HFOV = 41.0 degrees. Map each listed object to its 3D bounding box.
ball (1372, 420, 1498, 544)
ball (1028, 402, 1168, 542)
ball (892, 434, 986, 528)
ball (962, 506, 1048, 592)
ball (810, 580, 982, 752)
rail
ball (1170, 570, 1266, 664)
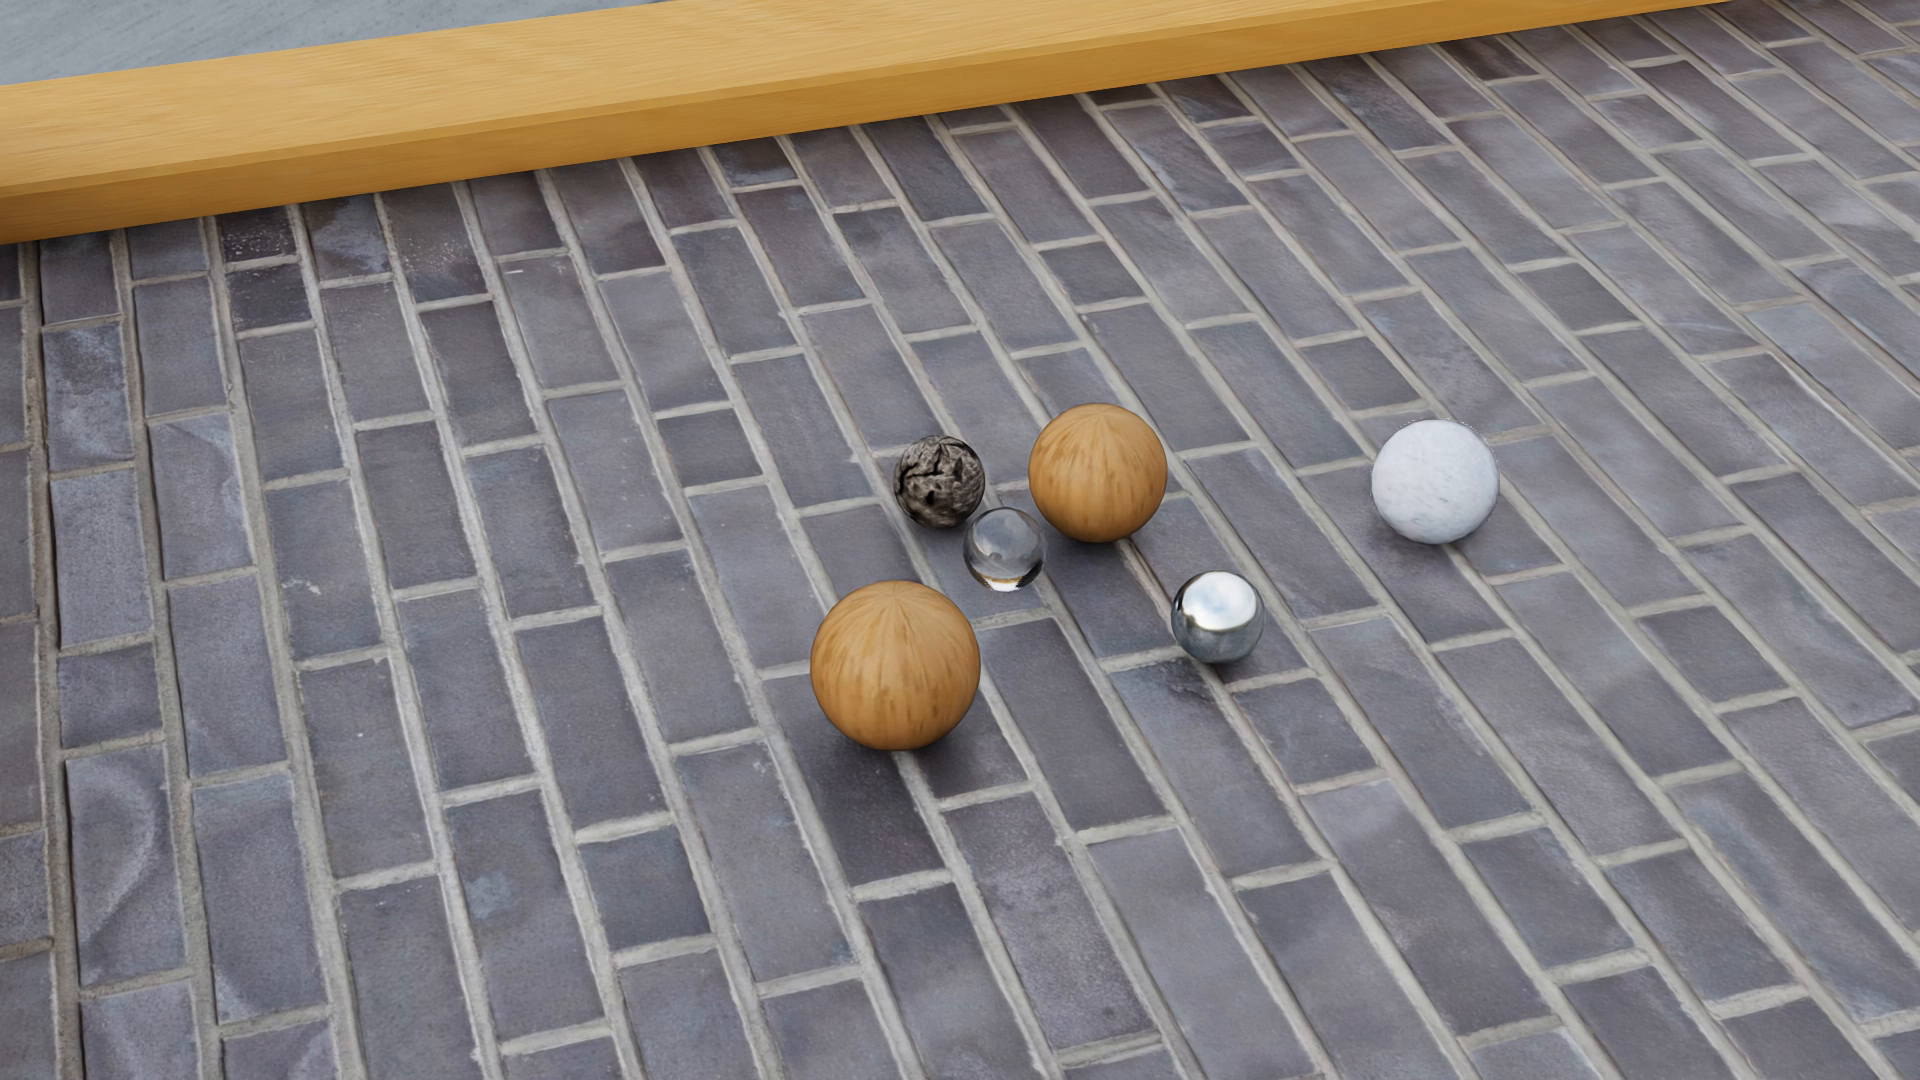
[{"bbox_3d":[0.304,-0.037,1.644,0.080,0.080,0.080,0,35,0],"label":"ball"},{"bbox_3d":[0.088,-0.043,1.643,0.090,0.090,0.090,0,35,0],"label":"ball"},{"bbox_3d":[-0.014,-0.038,1.662,0.060,0.060,0.060,0,35,0],"label":"ball"},{"bbox_3d":[0.028,0.006,1.606,0.053,0.053,0.053,0,35,0],"label":"ball"},{"bbox_3d":[-0.037,0.072,1.473,0.099,0.099,0.099,0,35,0],"label":"ball"},{"bbox_3d":[0.410,-0.481,2.227,2.527,0.128,0.045,-10,37,-14],"label":"rail"},{"bbox_3d":[0.156,0.046,1.545,0.058,0.058,0.058,0,35,0],"label":"ball"}]
